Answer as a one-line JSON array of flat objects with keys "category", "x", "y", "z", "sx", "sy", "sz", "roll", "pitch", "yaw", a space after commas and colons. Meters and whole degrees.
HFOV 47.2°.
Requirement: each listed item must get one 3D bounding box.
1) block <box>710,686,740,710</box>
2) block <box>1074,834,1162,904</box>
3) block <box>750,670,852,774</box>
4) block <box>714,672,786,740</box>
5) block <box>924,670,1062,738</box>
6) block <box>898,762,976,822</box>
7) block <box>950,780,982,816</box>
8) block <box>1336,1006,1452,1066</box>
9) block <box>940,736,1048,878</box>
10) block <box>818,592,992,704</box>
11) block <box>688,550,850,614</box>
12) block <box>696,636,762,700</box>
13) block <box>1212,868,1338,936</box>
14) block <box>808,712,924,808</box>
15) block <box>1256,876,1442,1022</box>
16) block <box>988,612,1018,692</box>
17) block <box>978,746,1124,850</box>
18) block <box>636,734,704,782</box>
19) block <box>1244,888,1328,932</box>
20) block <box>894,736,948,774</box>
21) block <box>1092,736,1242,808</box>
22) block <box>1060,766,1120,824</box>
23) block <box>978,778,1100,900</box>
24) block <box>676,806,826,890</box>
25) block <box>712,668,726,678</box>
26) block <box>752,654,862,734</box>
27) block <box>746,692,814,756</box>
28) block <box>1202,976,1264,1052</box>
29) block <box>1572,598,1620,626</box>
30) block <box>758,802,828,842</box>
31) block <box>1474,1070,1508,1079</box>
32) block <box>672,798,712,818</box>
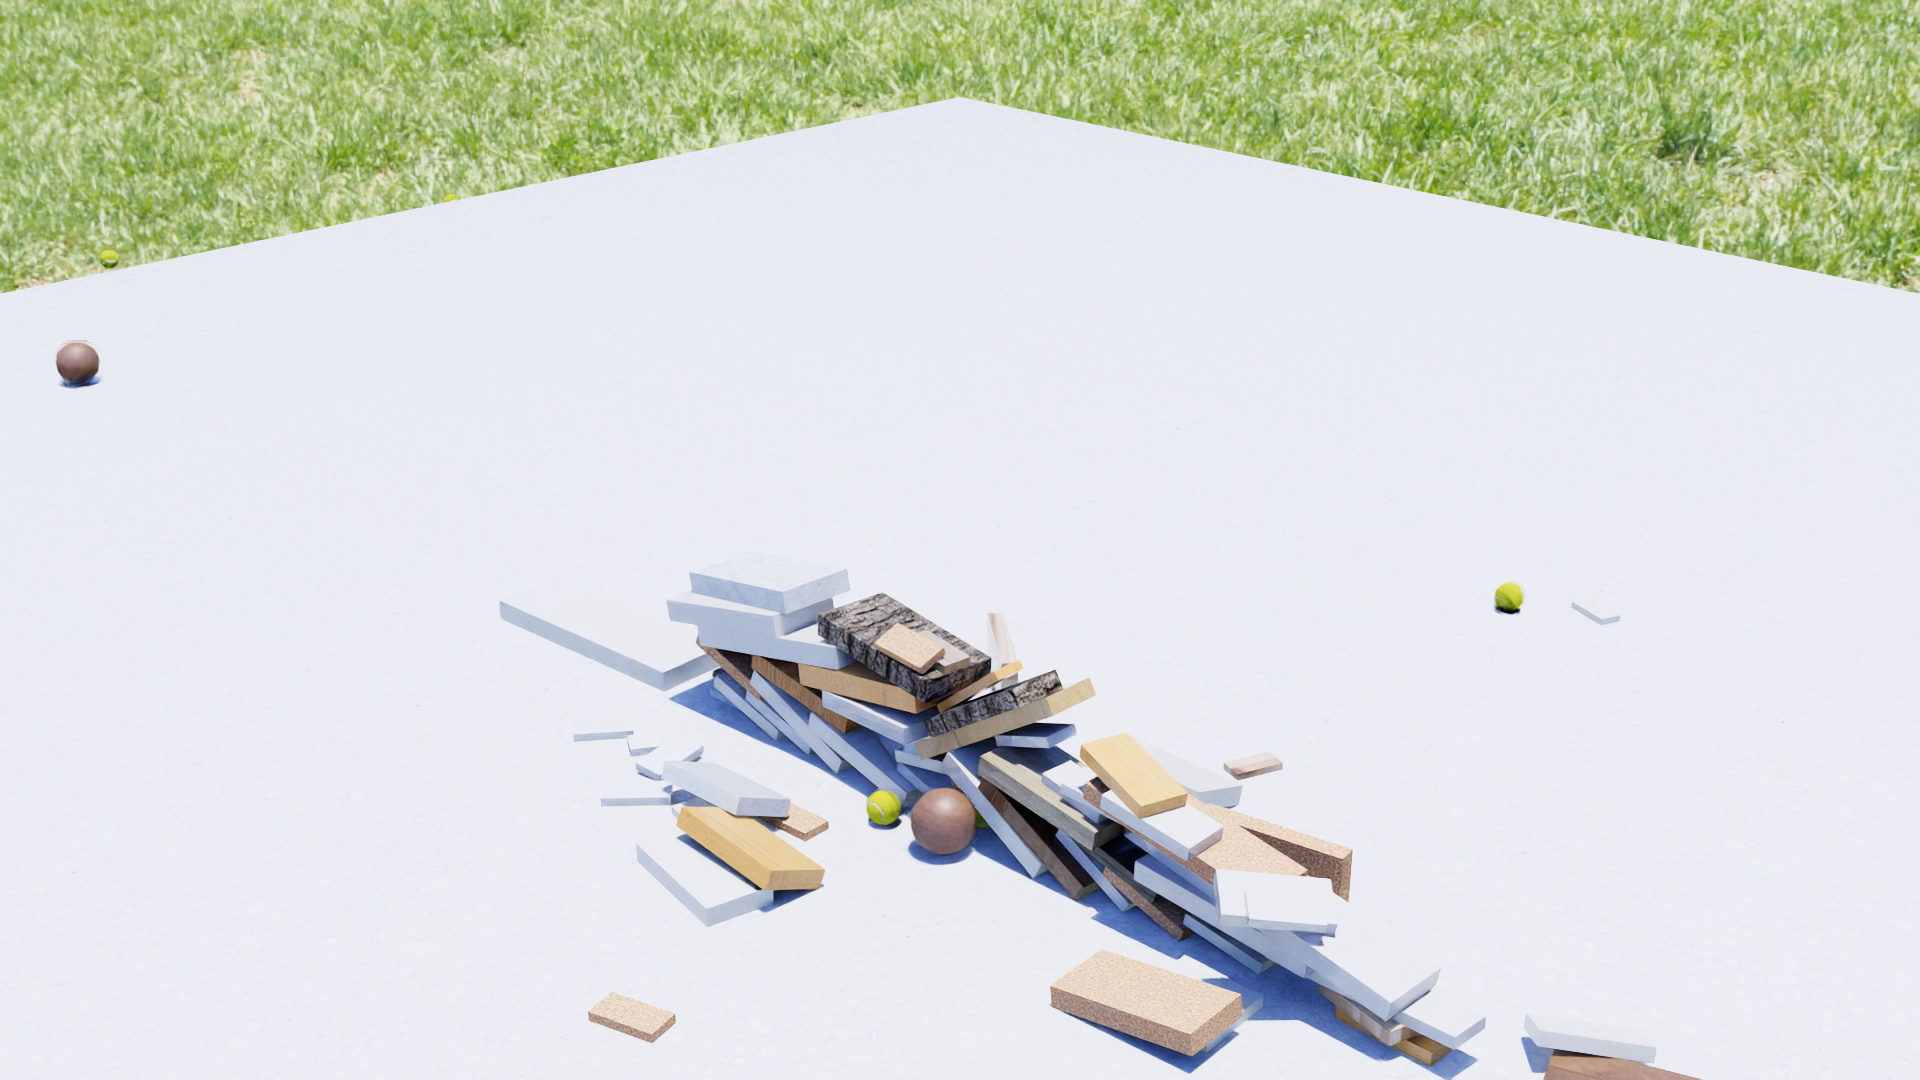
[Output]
[{"category": "block", "x": -0.503, "y": 0.349, "z": 4.919, "sx": 0.110, "sy": 0.016, "sz": 0.055, "roll": 20, "pitch": 30, "yaw": 39}, {"category": "block", "x": 0.320, "y": 0.591, "z": 4.124, "sx": 0.199, "sy": 0.028, "sz": 0.099, "roll": 36, "pitch": 40, "yaw": 28}, {"category": "block", "x": -0.298, "y": 0.364, "z": 4.703, "sx": 0.147, "sy": 0.042, "sz": 0.294, "roll": -22, "pitch": 55, "yaw": -42}, {"category": "block", "x": -0.429, "y": 0.351, "z": 4.819, "sx": 0.106, "sy": 0.030, "sz": 0.212, "roll": -22, "pitch": 48, "yaw": -41}, {"category": "block", "x": 0.063, "y": 0.320, "z": 4.288, "sx": 0.130, "sy": 0.037, "sz": 0.261, "roll": -20, "pitch": -2, "yaw": -46}, {"category": "block", "x": -0.035, "y": 0.497, "z": 4.477, "sx": 0.090, "sy": 0.025, "sz": 0.180, "roll": -20, "pitch": 46, "yaw": -40}, {"category": "block", "x": 0.075, "y": 0.519, "z": 4.356, "sx": 0.090, "sy": 0.025, "sz": 0.180, "roll": -20, "pitch": 50, "yaw": -40}, {"category": "block", "x": 0.753, "y": 0.829, "z": 3.772, "sx": 0.195, "sy": 0.028, "sz": 0.098, "roll": 21, "pitch": 31, "yaw": 40}, {"category": "block", "x": 0.112, "y": 0.513, "z": 4.310, "sx": 0.148, "sy": 0.042, "sz": 0.297, "roll": -19, "pitch": 58, "yaw": -40}, {"category": "block", "x": -0.115, "y": 0.215, "z": 4.448, "sx": 0.171, "sy": 0.048, "sz": 0.342, "roll": -18, "pitch": 34, "yaw": -38}, {"category": "block", "x": -0.414, "y": 0.088, "z": 4.753, "sx": 0.173, "sy": 0.049, "sz": 0.347, "roll": -20, "pitch": 19, "yaw": -38}, {"category": "block", "x": -0.469, "y": 0.260, "z": 4.818, "sx": 0.212, "sy": 0.030, "sz": 0.106, "roll": 39, "pitch": 41, "yaw": 27}, {"category": "block", "x": 0.542, "y": 0.623, "z": 3.785, "sx": 0.202, "sy": 0.029, "sz": 0.101, "roll": 6, "pitch": 40, "yaw": -5}, {"category": "block", "x": -0.163, "y": 0.432, "z": 4.586, "sx": 0.294, "sy": 0.042, "sz": 0.147, "roll": 37, "pitch": 40, "yaw": 30}, {"category": "block", "x": 0.662, "y": 0.697, "z": 3.775, "sx": 0.146, "sy": 0.041, "sz": 0.292, "roll": -21, "pitch": 42, "yaw": -40}, {"category": "block", "x": 0.095, "y": 0.278, "z": 4.938, "sx": 0.037, "sy": 0.131, "sz": 0.262, "roll": -2, "pitch": 23, "yaw": -6}, {"category": "block", "x": 0.193, "y": 0.475, "z": 4.198, "sx": 0.297, "sy": 0.042, "sz": 0.148, "roll": 31, "pitch": 37, "yaw": 34}, {"category": "block", "x": -0.611, "y": 0.458, "z": 4.632, "sx": 0.068, "sy": 0.019, "sz": 0.136, "roll": 23, "pitch": 36, "yaw": 30}, {"category": "block", "x": 0.553, "y": 0.630, "z": 3.741, "sx": 0.134, "sy": 0.019, "sz": 0.067, "roll": 6, "pitch": 40, "yaw": -5}, {"category": "block", "x": -0.038, "y": 0.437, "z": 4.449, "sx": 0.090, "sy": 0.025, "sz": 0.180, "roll": -20, "pitch": 19, "yaw": -40}, {"category": "block", "x": 0.416, "y": 0.479, "z": 4.526, "sx": 0.299, "sy": 0.042, "sz": 0.149, "roll": 21, "pitch": 15, "yaw": 41}, {"category": "block", "x": 0.271, "y": 0.478, "z": 4.102, "sx": 0.152, "sy": 0.022, "sz": 0.076, "roll": 25, "pitch": 35, "yaw": 30}, {"category": "block", "x": 0.186, "y": 0.547, "z": 4.247, "sx": 0.148, "sy": 0.042, "sz": 0.297, "roll": -21, "pitch": 59, "yaw": -41}, {"category": "block", "x": -0.404, "y": 0.592, "z": 4.232, "sx": 0.142, "sy": 0.040, "sz": 0.283, "roll": 8, "pitch": 14, "yaw": -47}, {"category": "block", "x": -0.496, "y": 0.316, "z": 4.895, "sx": 0.055, "sy": 0.016, "sz": 0.110, "roll": -20, "pitch": 41, "yaw": -40}, {"category": "block", "x": -0.289, "y": 0.298, "z": 4.669, "sx": 0.294, "sy": 0.042, "sz": 0.147, "roll": 31, "pitch": 37, "yaw": 33}, {"category": "block", "x": -0.354, "y": 0.376, "z": 4.756, "sx": 0.106, "sy": 0.030, "sz": 0.212, "roll": -22, "pitch": 48, "yaw": -41}, {"category": "block", "x": 0.439, "y": 0.819, "z": 3.799, "sx": 0.087, "sy": 0.025, "sz": 0.175, "roll": 18, "pitch": 29, "yaw": 36}, {"category": "block", "x": 1.541, "y": 0.173, "z": 5.333, "sx": 0.056, "sy": 0.016, "sz": 0.112, "roll": -10, "pitch": 25, "yaw": -22}, {"category": "block", "x": -0.334, "y": 0.562, "z": 4.413, "sx": 0.133, "sy": 0.019, "sz": 0.067, "roll": 19, "pitch": 30, "yaw": 38}, {"category": "block", "x": 0.923, "y": 0.939, "z": 3.501, "sx": 0.261, "sy": 0.037, "sz": 0.131, "roll": 18, "pitch": 29, "yaw": 36}, {"category": "block", "x": -0.521, "y": 0.560, "z": 4.419, "sx": 0.064, "sy": 0.018, "sz": 0.128, "roll": -16, "pitch": 28, "yaw": -32}]
